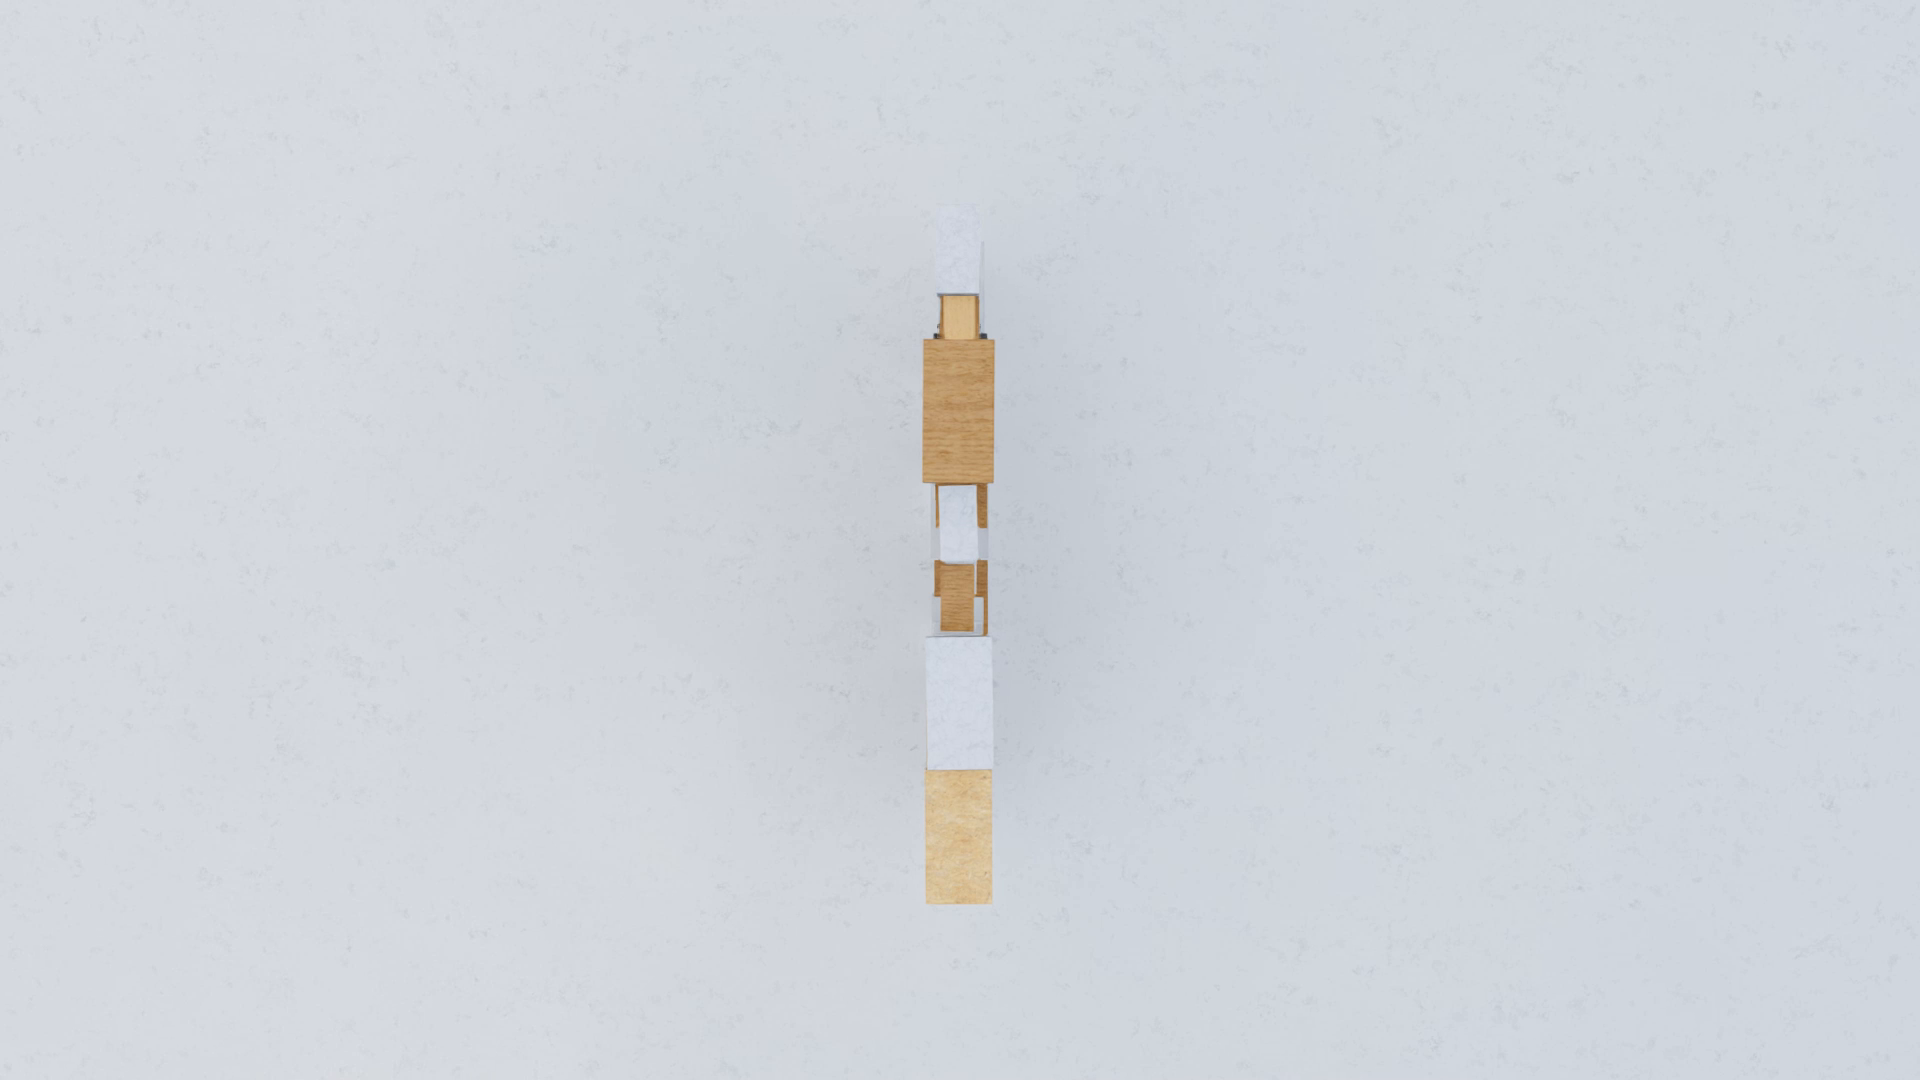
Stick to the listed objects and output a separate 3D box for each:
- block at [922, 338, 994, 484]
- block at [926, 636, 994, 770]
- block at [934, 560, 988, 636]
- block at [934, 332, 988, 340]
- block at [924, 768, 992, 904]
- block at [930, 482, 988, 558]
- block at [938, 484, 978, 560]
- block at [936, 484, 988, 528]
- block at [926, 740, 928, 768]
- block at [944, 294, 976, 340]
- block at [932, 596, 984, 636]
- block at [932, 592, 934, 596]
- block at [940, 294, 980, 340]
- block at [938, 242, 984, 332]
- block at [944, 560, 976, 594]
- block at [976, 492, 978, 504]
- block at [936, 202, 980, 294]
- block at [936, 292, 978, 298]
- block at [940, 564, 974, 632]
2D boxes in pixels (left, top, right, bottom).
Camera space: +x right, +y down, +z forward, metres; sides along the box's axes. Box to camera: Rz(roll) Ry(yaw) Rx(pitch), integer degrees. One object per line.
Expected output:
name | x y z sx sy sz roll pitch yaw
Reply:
block | -0.003 -0.315 4.042 0.175 0.049 0.349 0 90 0
block | -0.001 0.404 4.100 0.164 0.046 0.328 -1 90 0
block | 0.003 0.213 4.787 0.155 0.044 0.310 0 90 0
block | 0.001 -0.474 5.141 0.168 0.048 0.336 0 90 0
block | -0.003 0.739 4.126 0.167 0.047 0.335 0 90 0
block | -0.002 -0.114 4.756 0.167 0.047 0.334 0 90 0
block | -0.004 -0.044 4.210 0.096 0.027 0.192 -2 90 0
block | 0.004 -0.170 4.436 0.139 0.039 0.277 0 90 0
block | -0.005 0.605 4.509 0.172 0.049 0.345 0 90 0
block | -0.001 -0.588 4.511 0.086 0.024 0.171 0 82 0
block | -0.006 0.292 4.471 0.138 0.039 0.275 0 90 0
block | -0.003 0.331 5.142 0.167 0.047 0.334 0 90 0
block | 0.000 -0.667 4.743 0.112 0.032 0.224 1 53 0
block | 0.004 -0.792 5.191 0.144 0.041 0.289 0 90 0
block | 0.001 0.061 4.546 0.087 0.025 0.174 0 90 0
block | -0.004 -0.109 4.320 0.096 0.192 0.027 -1 89 0
block | -0.006 -0.789 4.457 0.119 0.034 0.238 0 112 0
block | -0.006 -0.718 4.628 0.119 0.238 0.034 1 89 0
block | -0.007 0.150 4.266 0.086 0.024 0.173 1 90 0
